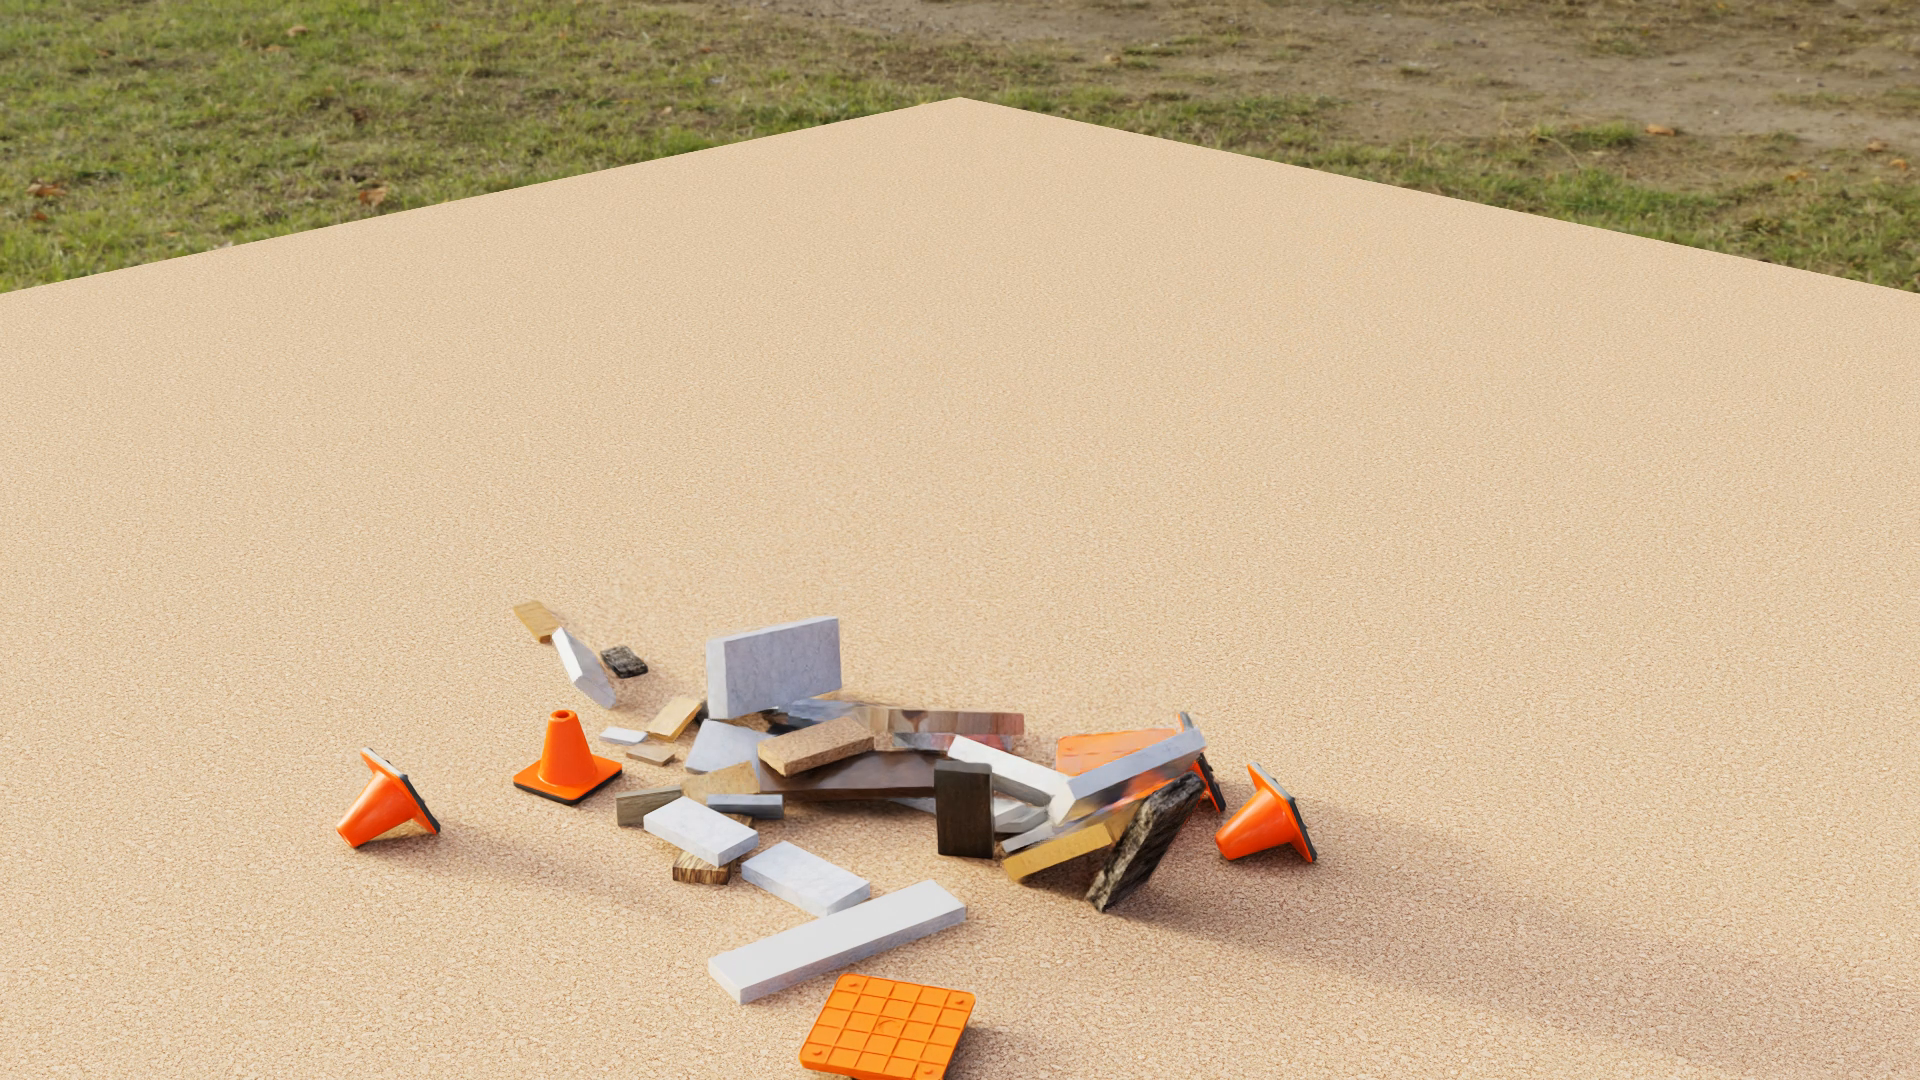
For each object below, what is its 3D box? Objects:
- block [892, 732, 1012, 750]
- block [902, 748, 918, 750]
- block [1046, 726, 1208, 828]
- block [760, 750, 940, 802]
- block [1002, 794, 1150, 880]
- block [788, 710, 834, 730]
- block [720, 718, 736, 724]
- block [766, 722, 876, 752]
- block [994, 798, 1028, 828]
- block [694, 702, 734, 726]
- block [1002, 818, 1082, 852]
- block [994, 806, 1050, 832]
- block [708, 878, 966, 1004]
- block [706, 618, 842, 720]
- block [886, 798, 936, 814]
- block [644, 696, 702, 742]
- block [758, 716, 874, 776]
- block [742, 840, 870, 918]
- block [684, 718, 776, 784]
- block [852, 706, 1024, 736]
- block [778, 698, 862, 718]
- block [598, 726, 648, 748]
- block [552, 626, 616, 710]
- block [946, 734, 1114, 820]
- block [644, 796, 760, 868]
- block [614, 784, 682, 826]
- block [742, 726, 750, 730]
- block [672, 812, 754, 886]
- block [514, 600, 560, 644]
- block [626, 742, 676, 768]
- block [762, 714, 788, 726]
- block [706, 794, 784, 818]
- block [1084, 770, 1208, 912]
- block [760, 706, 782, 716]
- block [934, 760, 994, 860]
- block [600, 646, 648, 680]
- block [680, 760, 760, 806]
[{"bbox_3d":[-0.015,0.419,4.596,0.230,0.033,0.115,5,-4,-42],"label":"block"},{"bbox_3d":[-0.194,0.471,4.527,0.233,0.021,0.075,-6,32,-11],"label":"block"},{"bbox_3d":[0.314,0.447,4.144,0.291,0.145,0.041,-20,69,-22],"label":"block"},{"bbox_3d":[-0.223,0.478,4.467,0.367,0.030,0.108,-1,38,-5],"label":"block"},{"bbox_3d":[0.227,0.564,4.163,0.145,0.041,0.291,-22,-5,-45],"label":"block"},{"bbox_3d":[-0.286,0.416,4.669,0.163,0.081,0.023,9,25,16],"label":"block"},{"bbox_3d":[-0.492,0.354,4.772,0.023,0.081,0.163,14,22,2],"label":"block"},{"bbox_3d":[-0.306,0.452,4.611,0.230,0.033,0.115,14,29,14],"label":"block"},{"bbox_3d":[0.059,0.539,4.368,0.079,0.022,0.158,-20,10,-29],"label":"block"},{"bbox_3d":[-0.544,0.390,4.817,0.066,0.019,0.131,-9,25,-21],"label":"block"},{"bbox_3d":[0.158,0.568,4.282,0.079,0.022,0.157,-23,-3,-41],"label":"block"},{"bbox_3d":[0.096,0.554,4.360,0.157,0.022,0.079,-6,13,46],"label":"block"},{"bbox_3d":[-0.219,0.727,4.005,0.476,0.033,0.115,-15,27,-31],"label":"block"},{"bbox_3d":[-0.395,0.271,4.735,0.046,0.162,0.467,-1,4,27],"label":"block"},{"bbox_3d":[-0.082,0.506,4.526,0.230,0.033,0.115,13,26,28],"label":"block"},{"bbox_3d":[-0.624,0.390,4.787,0.064,0.018,0.129,11,36,23],"label":"block"},{"bbox_3d":[-0.294,0.420,4.490,0.215,0.030,0.108,-15,27,-33],"label":"block"},{"bbox_3d":[-0.295,0.648,4.191,0.230,0.033,0.115,19,30,38],"label":"block"},{"bbox_3d":[-0.441,0.452,4.552,0.230,0.033,0.115,12,59,14],"label":"block"},{"bbox_3d":[-0.046,0.379,4.622,0.323,0.046,0.162,4,-3,-29],"label":"block"},{"bbox_3d":[-0.302,0.364,4.759,0.163,0.023,0.081,4,6,29],"label":"block"},{"bbox_3d":[-0.726,0.425,4.742,0.094,0.013,0.047,8,24,18],"label":"block"},{"bbox_3d":[-0.847,0.288,4.955,0.030,0.107,0.257,-46,30,2],"label":"block"},{"bbox_3d":[0.145,0.482,4.347,0.323,0.162,0.046,17,72,35],"label":"block"},{"bbox_3d":[-0.507,0.569,4.303,0.214,0.030,0.107,19,30,38],"label":"block"},{"bbox_3d":[-0.625,0.534,4.419,0.131,0.066,0.019,-6,24,-15],"label":"block"},{"bbox_3d":[-0.412,0.448,4.681,0.208,0.019,0.066,19,29,37],"label":"block"},{"bbox_3d":[-0.482,0.602,4.304,0.107,0.030,0.214,3,23,8],"label":"block"},{"bbox_3d":[-1.009,0.196,5.276,0.064,0.018,0.200,-12,26,-26],"label":"block"},{"bbox_3d":[-0.657,0.457,4.667,0.094,0.013,0.047,12,26,26],"label":"block"},{"bbox_3d":[-0.382,0.396,4.810,0.050,0.014,0.101,-18,29,-37],"label":"block"},{"bbox_3d":[-0.429,0.534,4.406,0.149,0.075,0.021,0,61,-2],"label":"block"},{"bbox_3d":[0.344,0.560,4.084,0.041,0.291,0.145,44,42,22],"label":"block"},{"bbox_3d":[-0.421,0.367,4.847,0.050,0.014,0.101,-19,16,-38],"label":"block"},{"bbox_3d":[0.009,0.522,4.253,0.108,0.215,0.030,4,34,9],"label":"block"},{"bbox_3d":[-0.776,0.282,5.074,0.064,0.018,0.129,-13,26,-28],"label":"block"},{"bbox_3d":[-0.486,0.506,4.472,0.149,0.021,0.075,-15,59,-17],"label":"block"}]
